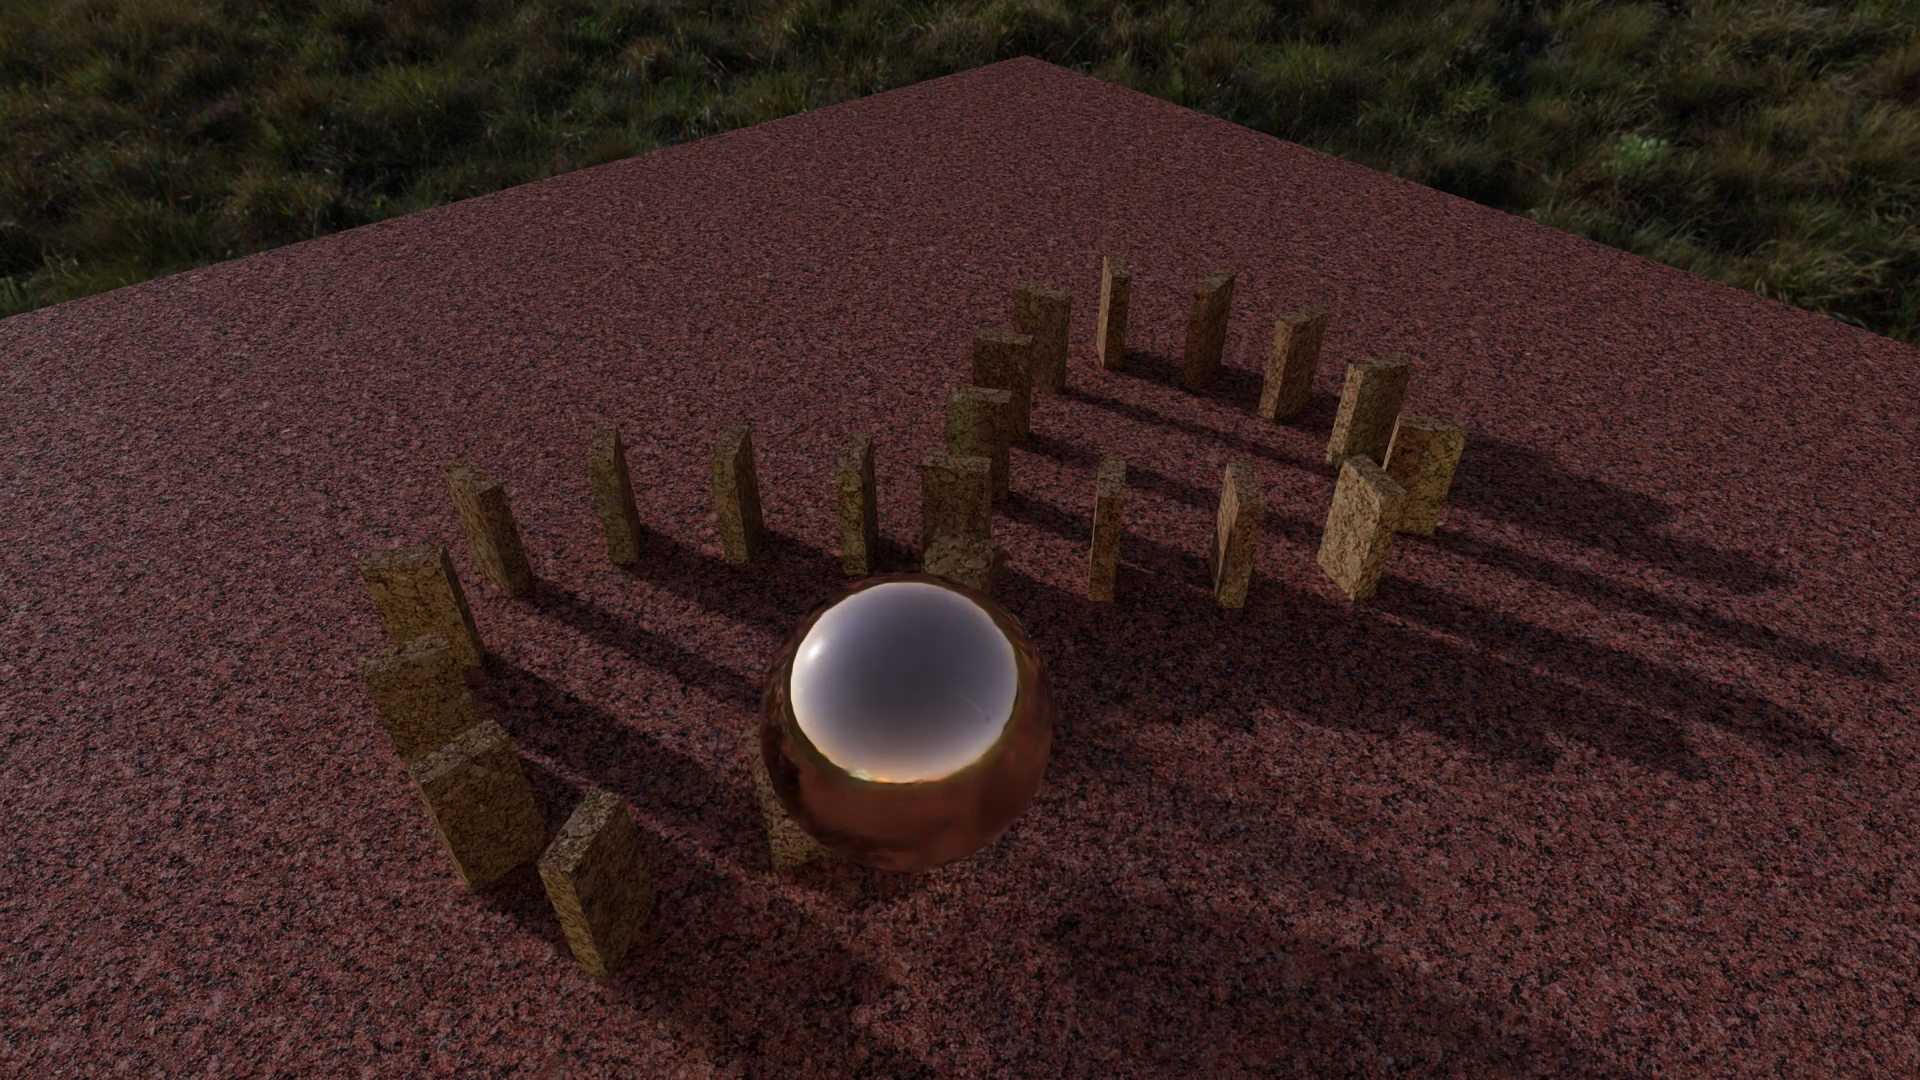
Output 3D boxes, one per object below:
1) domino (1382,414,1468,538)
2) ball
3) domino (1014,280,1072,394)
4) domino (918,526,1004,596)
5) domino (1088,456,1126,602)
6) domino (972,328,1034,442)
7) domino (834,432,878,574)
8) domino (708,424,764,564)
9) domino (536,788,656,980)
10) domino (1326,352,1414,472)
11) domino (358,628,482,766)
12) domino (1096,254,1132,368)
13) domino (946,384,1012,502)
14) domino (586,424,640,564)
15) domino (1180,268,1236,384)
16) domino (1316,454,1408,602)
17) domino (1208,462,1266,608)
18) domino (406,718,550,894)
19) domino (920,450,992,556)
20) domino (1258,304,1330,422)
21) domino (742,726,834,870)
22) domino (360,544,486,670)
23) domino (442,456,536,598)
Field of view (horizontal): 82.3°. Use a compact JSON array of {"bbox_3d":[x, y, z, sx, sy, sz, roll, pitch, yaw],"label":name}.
[{"bbox_3d":[0.183,-0.026,0.443,0.025,0.050,0.010,10,40,12],"label":"domino"},{"bbox_3d":[-0.014,0.049,0.300,0.080,0.080,0.080,0,39,0],"label":"ball"},{"bbox_3d":[0.039,-0.097,0.530,0.025,0.050,0.009,22,44,24],"label":"domino"},{"bbox_3d":[-0.005,0.023,0.396,0.025,0.009,0.050,16,75,19],"label":"domino"},{"bbox_3d":[0.055,-0.004,0.416,0.010,0.050,0.025,5,40,6],"label":"domino"},{"bbox_3d":[0.019,-0.070,0.496,0.025,0.050,0.010,11,41,13],"label":"domino"},{"bbox_3d":[-0.040,-0.014,0.428,0.009,0.050,0.025,4,40,5],"label":"domino"},{"bbox_3d":[-0.088,-0.018,0.433,0.010,0.050,0.025,4,39,4],"label":"domino"},{"bbox_3d":[-0.097,0.093,0.297,0.009,0.050,0.025,12,41,14],"label":"domino"},{"bbox_3d":[0.178,-0.055,0.479,0.025,0.050,0.010,-13,41,-16],"label":"domino"},{"bbox_3d":[-0.167,0.053,0.347,0.025,0.050,0.010,-21,44,-24],"label":"domino"},{"bbox_3d":[0.077,-0.114,0.551,0.009,0.050,0.025,-1,39,-2],"label":"domino"},{"bbox_3d":[0.008,-0.040,0.460,0.025,0.050,0.009,7,40,9],"label":"domino"},{"bbox_3d":[-0.136,-0.018,0.433,0.009,0.050,0.025,-6,40,-8],"label":"domino"},{"bbox_3d":[0.121,-0.104,0.539,0.010,0.050,0.025,25,46,28],"label":"domino"},{"bbox_3d":[0.151,-0.004,0.417,0.009,0.050,0.025,-13,41,-15],"label":"domino"},{"bbox_3d":[0.104,-0.001,0.413,0.009,0.050,0.025,1,39,1],"label":"domino"},{"bbox_3d":[-0.138,0.077,0.317,0.010,0.050,0.025,32,49,33],"label":"domino"},{"bbox_3d":[-0.001,-0.010,0.423,0.025,0.050,0.009,8,40,10],"label":"domino"},{"bbox_3d":[0.155,-0.082,0.512,0.025,0.050,0.009,-25,46,-28],"label":"domino"},{"bbox_3d":[-0.051,0.078,0.348,0.025,0.010,0.050,-12,41,-14],"label":"domino"},{"bbox_3d":[-0.185,0.025,0.381,0.025,0.050,0.009,-7,40,-9],"label":"domino"},{"bbox_3d":[-0.178,-0.004,0.417,0.025,0.050,0.010,28,47,30],"label":"domino"}]
